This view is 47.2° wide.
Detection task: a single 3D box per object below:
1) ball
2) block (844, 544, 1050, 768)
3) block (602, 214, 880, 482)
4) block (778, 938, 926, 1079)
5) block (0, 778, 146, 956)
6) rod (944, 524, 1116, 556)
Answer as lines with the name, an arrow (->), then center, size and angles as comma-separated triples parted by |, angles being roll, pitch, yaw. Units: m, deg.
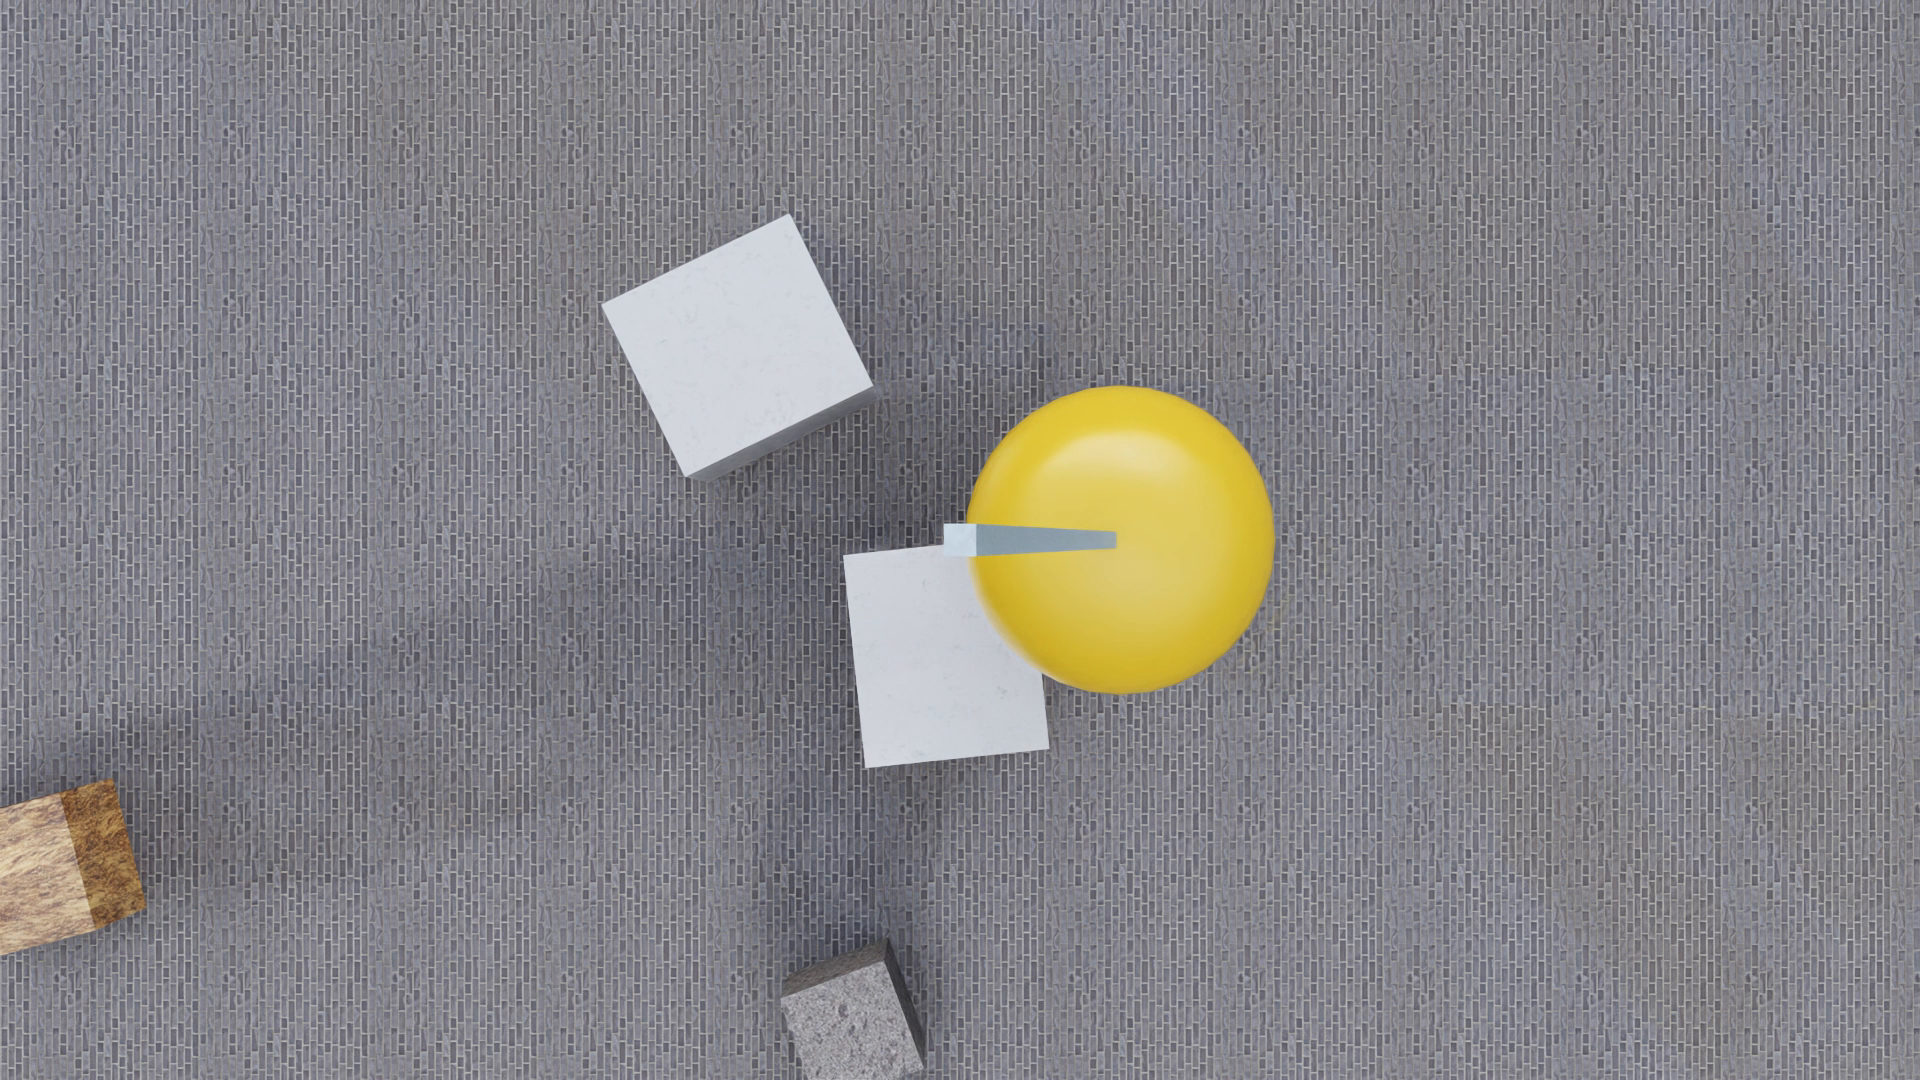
ball -> 0.821, 0.000, 11.344 | 1.600, 1.600, 1.600 | 0, 90, 0
block -> -0.075, 0.612, 12.503 | 1.010, 0.995, 1.168 | -6, 90, 0
block -> -1.203, -1.052, 12.439 | 1.130, 1.122, 1.034 | -26, 90, 0
block -> -0.606, 2.755, 12.633 | 0.625, 0.735, 0.643 | -20, 90, 0
block -> -5.299, 1.892, 12.612 | 0.809, 0.775, 0.790 | -15, 90, 0
rod -> 0.356, 0.000, 7.976 | 0.080, 5.200, 0.080 | 0, 90, 8
